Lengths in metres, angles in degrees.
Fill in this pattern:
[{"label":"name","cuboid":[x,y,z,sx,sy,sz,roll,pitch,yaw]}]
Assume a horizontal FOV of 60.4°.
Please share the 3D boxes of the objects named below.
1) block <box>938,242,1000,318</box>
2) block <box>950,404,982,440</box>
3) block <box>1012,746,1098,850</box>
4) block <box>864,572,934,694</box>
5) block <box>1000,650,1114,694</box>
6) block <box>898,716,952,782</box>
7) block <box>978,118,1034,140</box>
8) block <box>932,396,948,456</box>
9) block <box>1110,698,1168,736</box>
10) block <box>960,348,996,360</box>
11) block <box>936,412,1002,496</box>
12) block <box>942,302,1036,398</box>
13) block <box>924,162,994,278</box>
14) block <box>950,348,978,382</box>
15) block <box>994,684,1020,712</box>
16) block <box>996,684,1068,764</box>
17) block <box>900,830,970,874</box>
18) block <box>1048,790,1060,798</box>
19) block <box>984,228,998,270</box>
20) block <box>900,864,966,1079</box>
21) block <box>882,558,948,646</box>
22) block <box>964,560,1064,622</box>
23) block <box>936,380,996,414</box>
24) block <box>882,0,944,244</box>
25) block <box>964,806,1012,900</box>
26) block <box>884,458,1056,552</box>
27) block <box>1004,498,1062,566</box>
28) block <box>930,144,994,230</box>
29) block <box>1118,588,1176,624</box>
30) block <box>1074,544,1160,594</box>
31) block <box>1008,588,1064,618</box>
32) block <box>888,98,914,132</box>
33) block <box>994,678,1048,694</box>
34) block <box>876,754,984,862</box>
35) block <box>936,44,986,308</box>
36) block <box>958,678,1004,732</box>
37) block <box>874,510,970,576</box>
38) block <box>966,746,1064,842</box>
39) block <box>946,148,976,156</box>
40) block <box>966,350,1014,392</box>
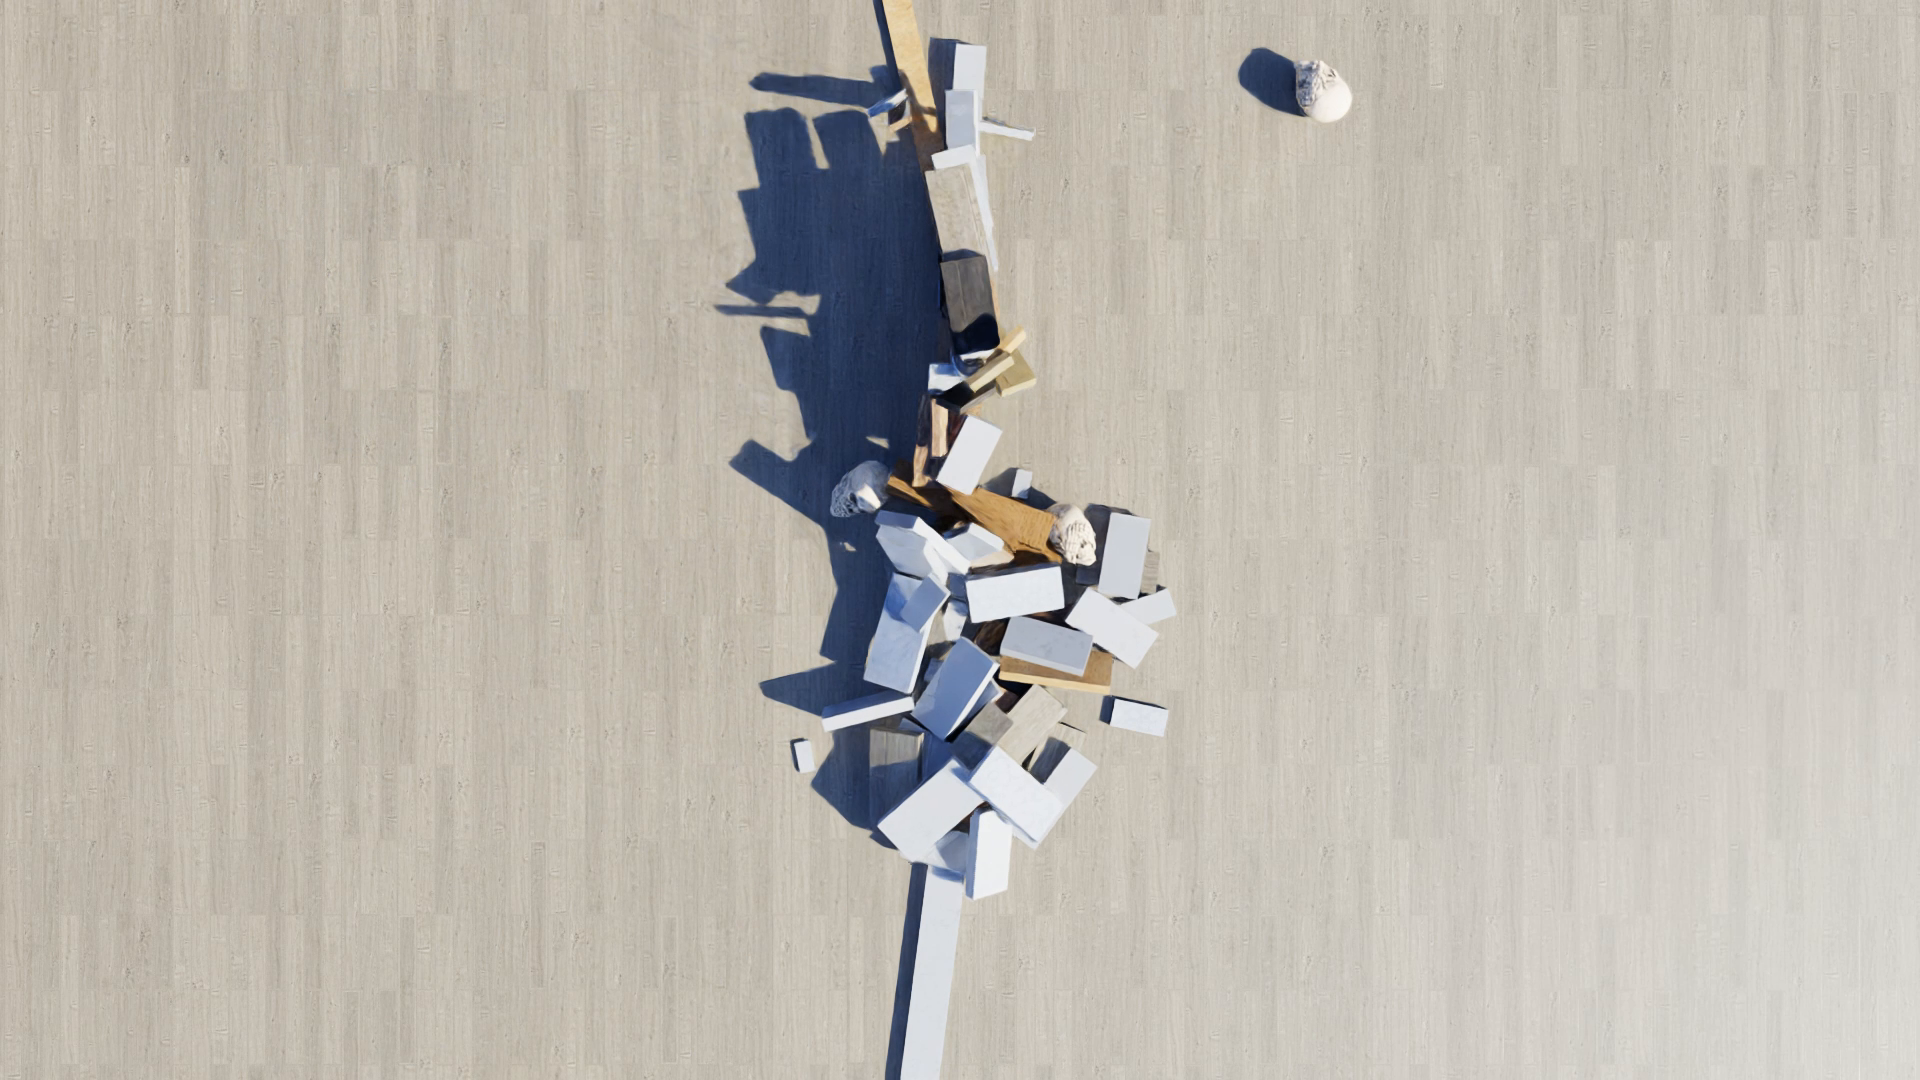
[{"label":"block","cuboid":[0.028,-0.825,5.153,0.142,0.040,0.284,-10,77,-4]},{"label":"block","cuboid":[0.020,-0.374,5.190,0.066,0.019,0.132,16,105,-6]},{"label":"block","cuboid":[0.307,0.851,5.440,0.108,0.031,0.348,36,94,-1]},{"label":"block","cuboid":[-0.188,0.304,5.390,0.162,0.046,0.362,16,90,18]},{"label":"block","cuboid":[0.316,0.413,5.405,0.361,0.040,0.140,8,47,3]},{"label":"block","cuboid":[-0.073,0.736,5.428,0.338,0.048,0.169,27,92,15]},{"label":"block","cuboid":[0.148,-1.342,5.393,0.186,0.093,0.026,11,110,0]},{"label":"block","cuboid":[-0.061,-0.360,5.157,0.026,0.092,0.184,4,104,15]},{"label":"block","cuboid":[0.595,0.591,5.487,0.181,0.026,0.090,12,90,0]},{"label":"block","cuboid":[0.043,-0.693,5.163,0.125,0.035,0.250,-10,71,-4]},{"label":"block","cuboid":[0.029,-0.270,5.195,0.119,0.034,0.239,24,109,-8]},{"label":"block","cuboid":[0.091,-0.620,5.199,0.125,0.035,0.387,-21,62,-20]},{"label":"block","cuboid":[-0.002,-0.974,5.105,0.142,0.040,0.357,-13,91,-5]},{"label":"block","cuboid":[0.017,-0.551,5.199,0.066,0.019,0.132,-9,57,-14]},{"label":"block","cuboid":[0.121,0.635,5.456,0.145,0.041,0.290,26,95,-8]},{"label":"block","cuboid":[0.204,0.617,5.419,0.145,0.041,0.290,41,93,-9]},{"label":"block","cuboid":[-0.062,1.017,5.458,0.253,0.036,0.126,14,71,2]},{"label":"block","cuboid":[0.285,0.874,5.383,0.050,0.014,0.101,32,71,-31]},{"label":"block","cuboid":[0.033,-0.987,5.302,0.133,0.038,0.266,-10,79,-2]},{"label":"block","cuboid":[-0.104,1.555,5.482,0.126,0.036,1.006,7,90,0]},{"label":"block","cuboid":[-0.147,0.199,5.450,0.155,0.044,0.311,-12,82,4]},{"label":"block","cuboid":[0.180,0.170,5.414,0.310,0.044,0.155,-9,117,-2]},{"label":"block","cuboid":[0.019,-0.443,5.032,0.092,0.184,0.026,26,129,27]},{"label":"block","cuboid":[-0.131,-1.443,5.487,0.093,0.026,1.084,-13,90,0]},{"label":"block","cuboid":[0.097,1.016,5.401,0.150,0.043,0.301,-8,108,-40]},{"label":"block","cuboid":[0.032,-0.114,5.325,0.544,0.034,0.119,21,81,2]},{"label":"block","cuboid":[0.209,-0.007,5.464,0.134,0.038,0.267,-33,83,-1]},{"label":"block","cuboid":[0.007,-1.111,5.253,0.133,0.038,0.266,-16,95,-3]},{"label":"block","cuboid":[0.620,0.233,5.487,0.181,0.026,0.090,-19,90,0]},{"label":"block","cuboid":[0.521,0.095,5.468,0.267,0.038,0.134,7,79,0]},{"label":"block","cuboid":[0.226,0.166,5.485,0.213,0.030,0.107,-26,90,0]},{"label":"block","cuboid":[-0.193,-1.374,5.319,0.076,0.337,0.022,-25,113,9]},{"label":"block","cuboid":[0.189,0.485,5.485,0.392,0.030,0.107,-31,90,0]},{"label":"block","cuboid":[-0.087,0.870,5.345,0.338,0.048,0.169,-42,97,9]},{"label":"block","cuboid":[0.006,-1.198,5.457,0.101,0.029,0.869,4,91,0]},{"label":"block","cuboid":[0.029,0.529,5.435,0.216,0.031,0.108,-42,67,16]},{"label":"block","cuboid":[-0.118,0.010,5.269,0.162,0.323,0.046,10,69,38]},{"label":"block","cuboid":[0.177,0.817,5.314,0.301,0.043,0.150,42,70,-9]},{"label":"block","cuboid":[-0.002,-1.210,5.427,0.101,0.029,0.202,4,91,-1]},{"label":"block","cuboid":[0.091,-0.509,4.984,0.152,0.076,0.022,-36,75,3]}]
